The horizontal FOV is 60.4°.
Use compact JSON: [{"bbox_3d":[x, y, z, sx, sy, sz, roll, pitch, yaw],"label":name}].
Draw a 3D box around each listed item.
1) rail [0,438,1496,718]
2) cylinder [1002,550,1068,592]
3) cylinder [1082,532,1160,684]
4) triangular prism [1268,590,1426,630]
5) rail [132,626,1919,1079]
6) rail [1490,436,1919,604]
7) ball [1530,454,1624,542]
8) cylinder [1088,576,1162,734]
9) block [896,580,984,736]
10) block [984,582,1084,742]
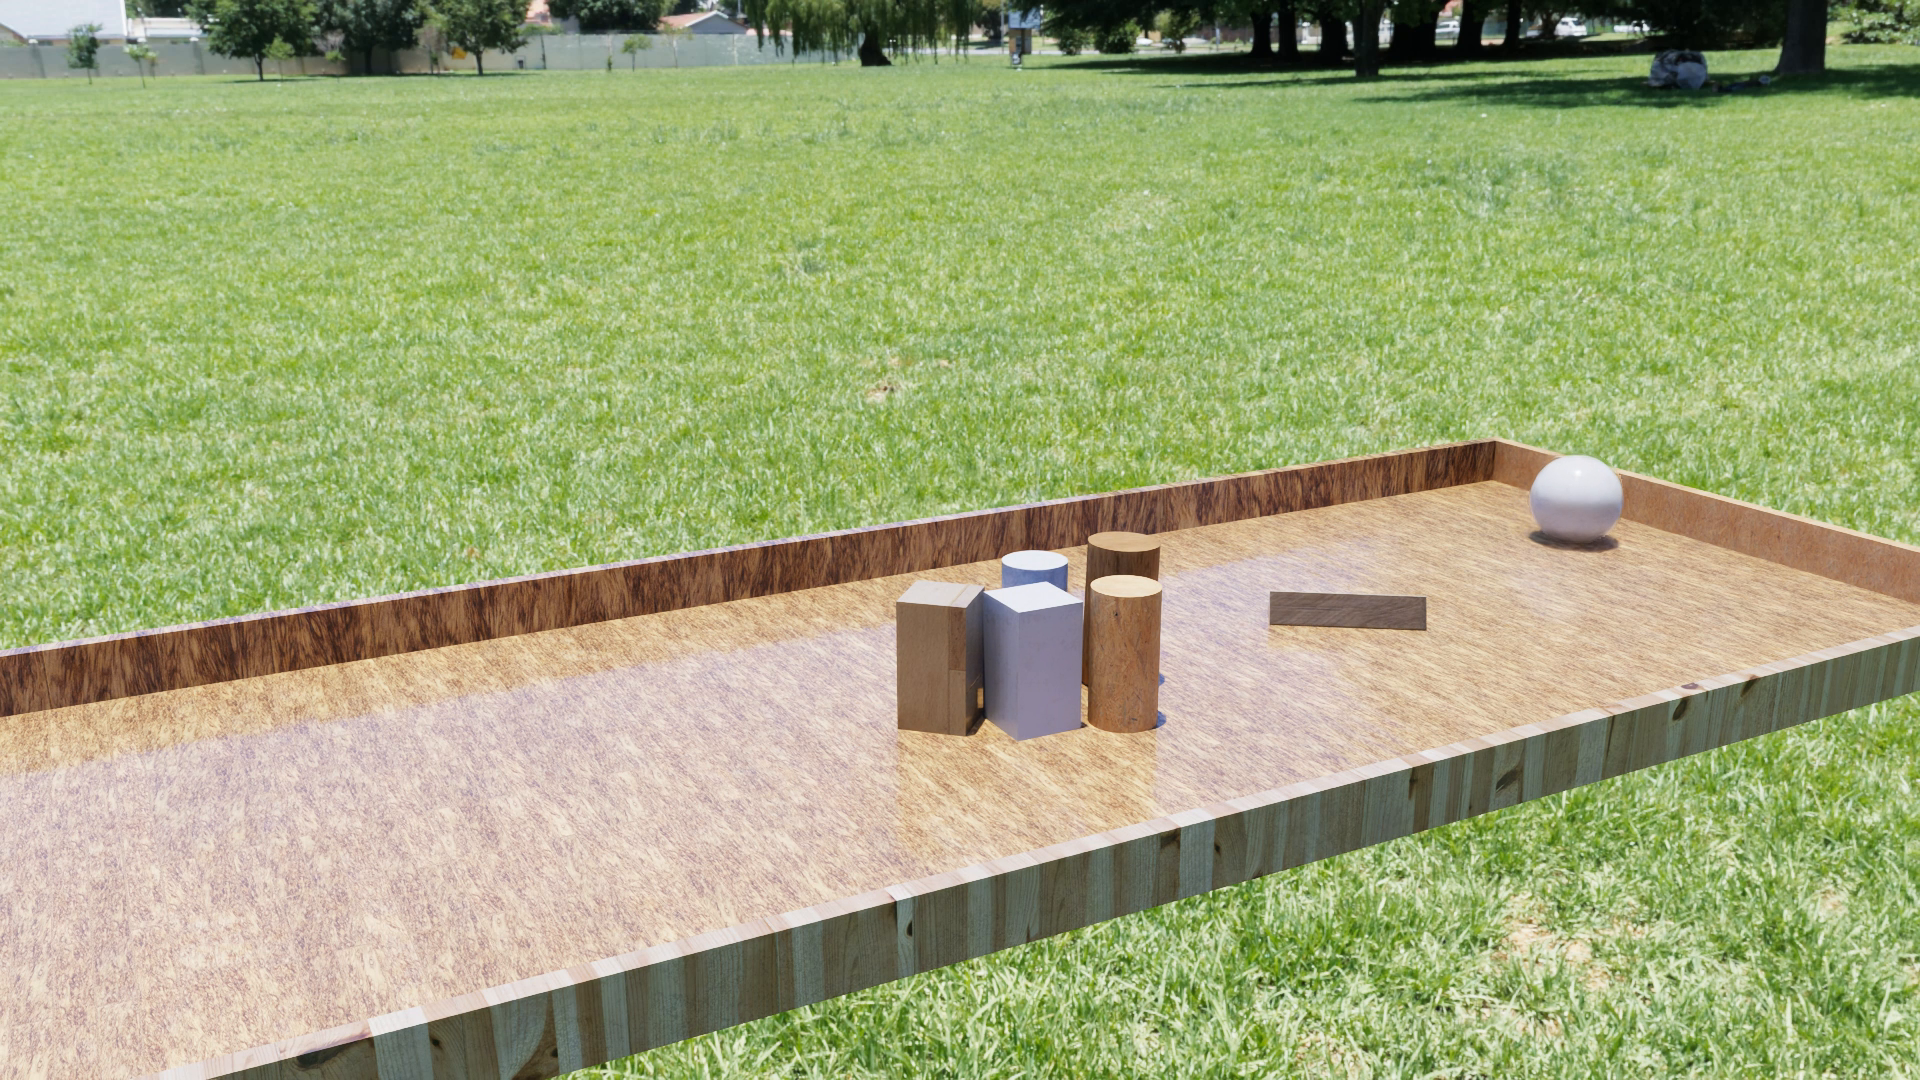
[{"bbox_3d":[-3.305,0.497,3.399,12.000,0.150,0.050,-9,18,-27],"label":"rail"},{"bbox_3d":[0.184,0.203,4.093,0.163,0.321,0.163,0,16,0],"label":"cylinder"},{"bbox_3d":[0.398,0.177,4.102,0.178,0.361,0.178,2,16,-1],"label":"cylinder"},{"bbox_3d":[1.071,0.187,4.566,0.424,0.082,0.094,2,16,6],"label":"triangular prism"},{"bbox_3d":[-2.336,1.006,1.665,12.000,0.150,0.050,-9,18,-27],"label":"rail"},{"bbox_3d":[2.466,-0.048,5.253,0.050,0.150,2.100,-9,18,-27],"label":"rail"},{"bbox_3d":[1.983,-0.133,5.306,0.283,0.283,0.283,0,16,0],"label":"ball"},{"bbox_3d":[0.385,0.266,3.860,0.165,0.333,0.165,0,16,0],"label":"cylinder"},{"bbox_3d":[-0.044,0.275,3.862,0.165,0.315,0.165,5,17,15],"label":"block"},{"bbox_3d":[0.168,0.280,3.847,0.169,0.312,0.169,-8,18,-26],"label":"block"}]
